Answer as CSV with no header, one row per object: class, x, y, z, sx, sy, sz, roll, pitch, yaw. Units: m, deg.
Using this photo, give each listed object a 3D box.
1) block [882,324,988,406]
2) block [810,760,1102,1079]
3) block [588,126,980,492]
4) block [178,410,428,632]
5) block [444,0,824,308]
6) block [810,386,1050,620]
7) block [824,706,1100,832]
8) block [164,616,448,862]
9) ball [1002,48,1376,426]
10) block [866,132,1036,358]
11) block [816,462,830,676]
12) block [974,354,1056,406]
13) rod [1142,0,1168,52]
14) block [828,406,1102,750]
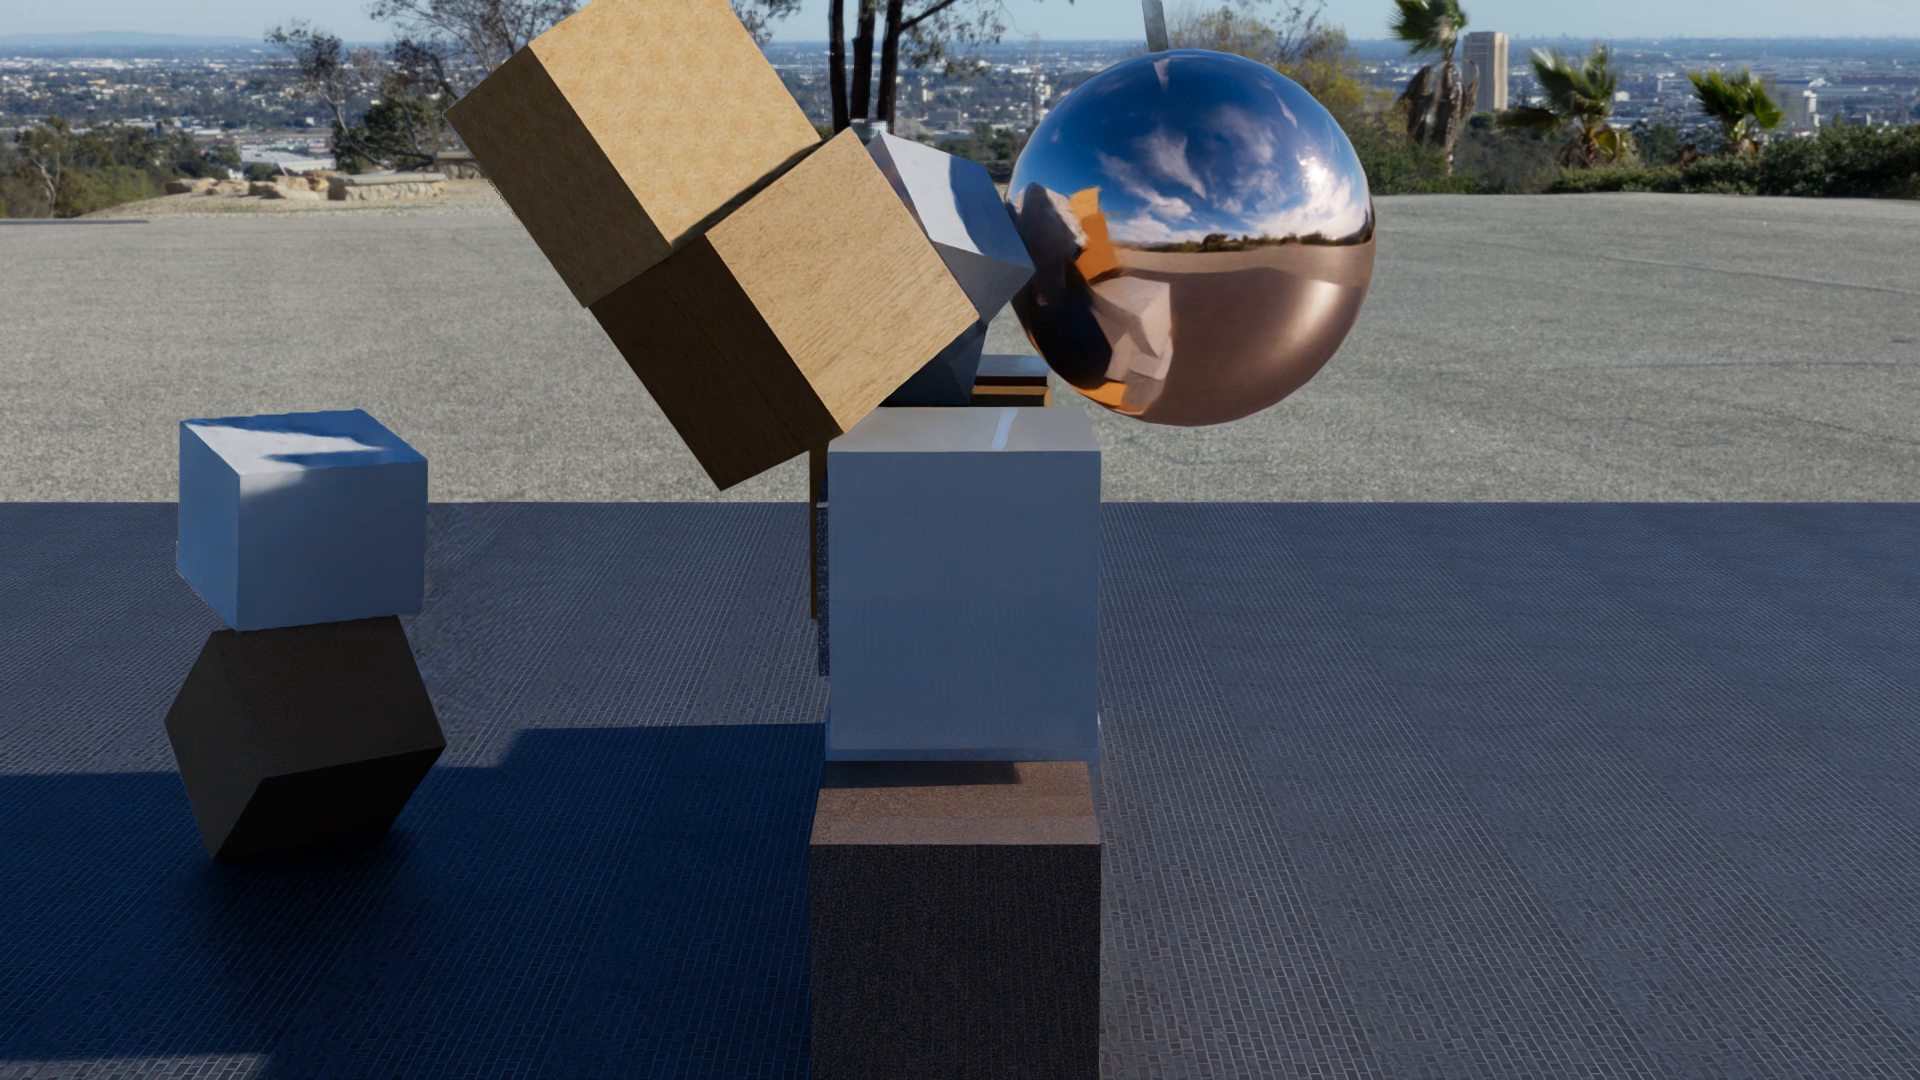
block,-0.294,-1.078,11.326,0.696,0.721,0.618,4,-29,19
block,-0.016,1.394,9.263,0.985,0.942,1.070,0,10,0
block,-0.669,-0.868,9.758,0.873,0.871,0.847,-21,18,51
block,-3.014,-0.108,11.741,0.863,0.730,0.837,-6,22,-33
block,-1.227,-1.548,9.653,0.827,0.892,0.758,-42,13,-33
block,-0.115,-0.185,11.625,0.964,0.915,1.045,1,10,6
block,0.012,1.128,10.338,1.042,1.082,1.122,0,10,0
block,-2.990,0.879,11.689,0.872,0.736,0.816,-8,-27,-38
ball,0.966,-1.284,10.947,1.600,1.600,1.600,0,10,0
block,-0.173,-1.200,10.503,0.593,0.555,0.607,10,45,-43
block,-0.177,0.107,10.649,0.784,0.698,0.852,0,14,0
block,-0.025,-0.359,12.605,0.945,1.009,0.920,1,10,5
rod,0.419,-4.585,10.347,0.080,5.200,0.080,-9,10,2
block,0.006,0.122,9.720,0.976,1.106,0.940,0,13,-1
